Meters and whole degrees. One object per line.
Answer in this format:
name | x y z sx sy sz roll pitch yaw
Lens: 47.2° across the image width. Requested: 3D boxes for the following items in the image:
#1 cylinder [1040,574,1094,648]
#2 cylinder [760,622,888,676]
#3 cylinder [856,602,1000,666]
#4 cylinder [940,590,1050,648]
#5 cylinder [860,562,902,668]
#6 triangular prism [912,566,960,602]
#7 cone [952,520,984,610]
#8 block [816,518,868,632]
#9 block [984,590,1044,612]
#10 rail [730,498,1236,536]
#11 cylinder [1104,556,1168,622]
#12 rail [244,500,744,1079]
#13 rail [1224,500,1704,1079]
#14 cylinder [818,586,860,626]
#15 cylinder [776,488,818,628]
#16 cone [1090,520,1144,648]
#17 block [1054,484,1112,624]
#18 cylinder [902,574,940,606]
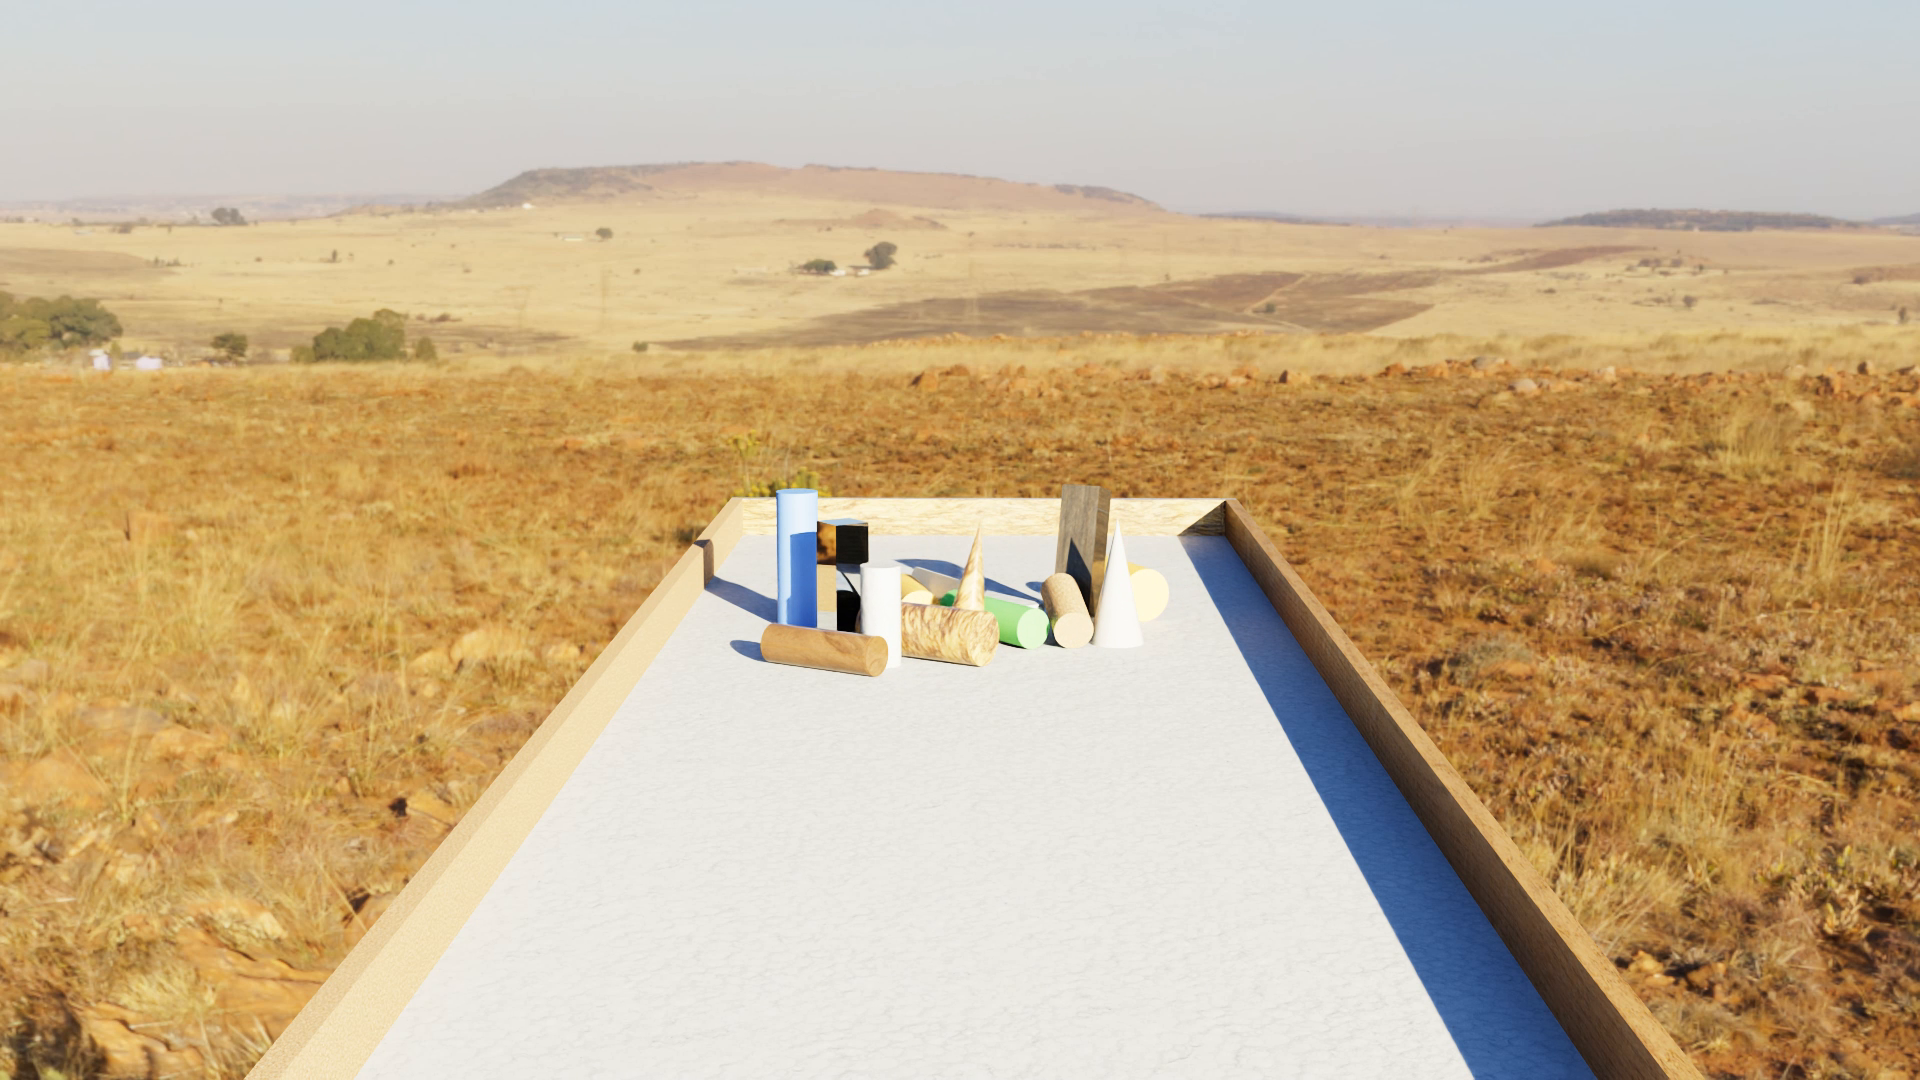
cylinder | 0.339 0.223 6.996 0.124 0.124 0.325 -1 21 -5
cylinder | -0.406 0.326 6.567 0.383 0.120 0.120 6 11 31
cylinder | -0.102 0.280 6.713 0.416 0.167 0.167 6 11 32
cylinder | 0.105 0.251 7.021 0.128 0.128 0.415 -7 11 -36
cylinder | -0.238 0.225 6.619 0.123 0.303 0.123 0 9 0
triangular prism | -0.064 0.181 7.424 0.153 0.132 0.350 -5 10 -29
cone | 0.040 0.127 6.902 0.143 0.391 0.143 8 4 -1
block | -0.368 0.134 6.920 0.119 0.389 0.119 -6 11 -33
block | 0.141 0.241 7.166 0.102 0.102 0.300 -7 11 -36
rail | 0.099 -0.098 9.147 2.100 0.150 0.050 0 9 1
cylinder | 0.552 0.161 7.429 0.177 0.177 0.310 -4 10 -23
rail | -1.004 0.839 3.234 0.050 0.150 12.000 0 9 1
rail | 1.046 0.843 3.208 0.050 0.150 12.000 0 9 1
cylinder | -0.446 0.211 7.320 0.336 0.112 0.112 7 12 39
cylinder | -0.532 0.061 7.205 0.136 0.445 0.136 0 9 0
cone | 0.495 0.127 6.932 0.174 0.399 0.174 0 9 0
block | 0.399 0.047 7.240 0.128 0.444 0.128 4 -4 22
cylinder | -0.162 0.208 7.240 0.143 0.143 0.330 -2 9 -12
